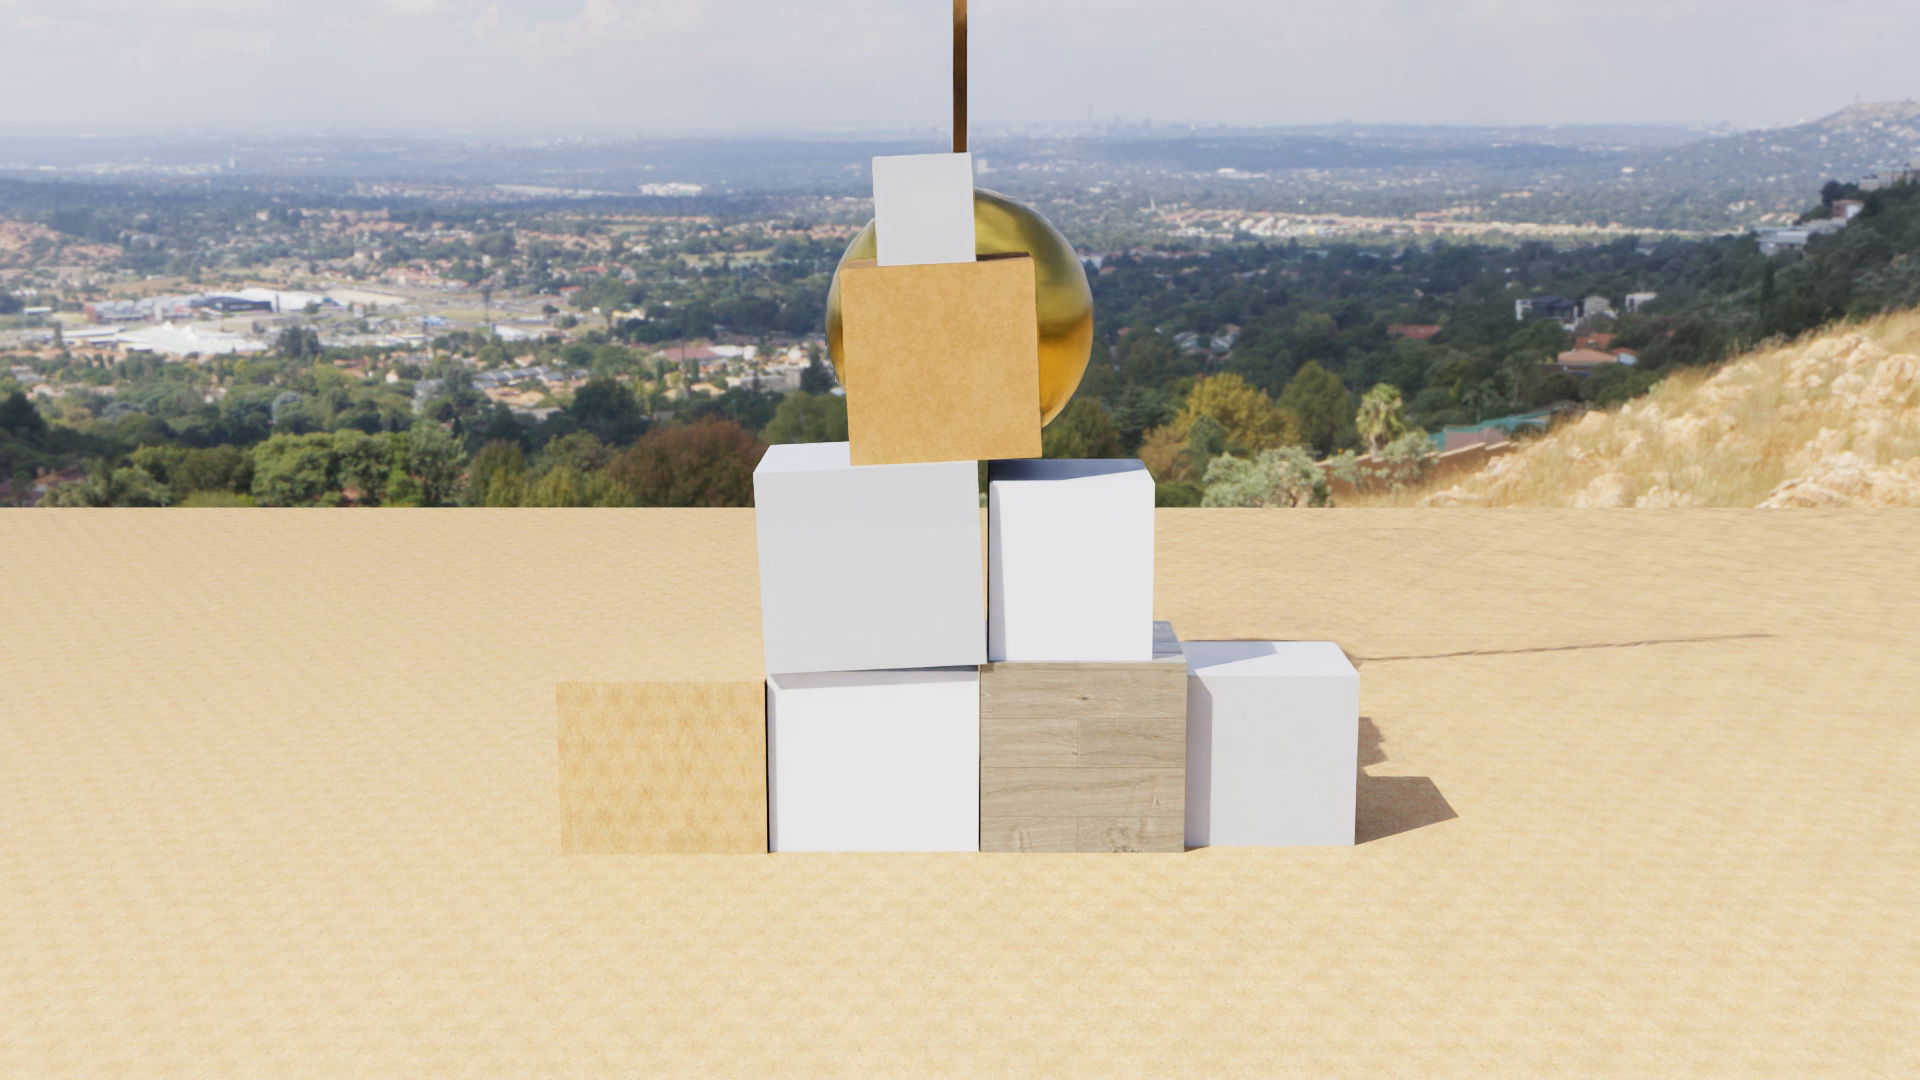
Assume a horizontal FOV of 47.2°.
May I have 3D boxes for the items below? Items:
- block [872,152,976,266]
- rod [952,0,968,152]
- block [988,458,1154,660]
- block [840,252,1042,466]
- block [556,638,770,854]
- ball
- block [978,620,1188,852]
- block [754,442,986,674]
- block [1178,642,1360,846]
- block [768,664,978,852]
[{"bbox_3d":[-0.174,-1.643,10.876,0.476,0.520,0.570,-3,10,0],"label":"block"},{"bbox_3d":[0.000,-4.219,11.327,0.080,5.200,0.080,0,31,0],"label":"rod"},{"bbox_3d":[0.546,0.085,11.182,0.804,0.885,0.824,0,10,0],"label":"block"},{"bbox_3d":[-0.092,-0.923,11.013,0.931,0.951,0.833,-3,10,0],"label":"block"},{"bbox_3d":[-1.474,1.043,11.363,1.025,0.883,0.980,0,10,0],"label":"block"},{"bbox_3d":[0.000,-1.290,13.054,1.600,1.600,1.600,0,10,0],"label":"ball"},{"bbox_3d":[0.610,0.996,11.365,1.015,0.974,0.966,0,10,0],"label":"block"},{"bbox_3d":[-0.434,0.054,11.175,1.082,0.996,0.990,-3,10,0],"label":"block"},{"bbox_3d":[1.557,1.040,11.374,0.859,0.884,0.752,0,10,0],"label":"block"},{"bbox_3d":[-0.429,1.019,11.378,1.043,0.925,0.939,0,10,0],"label":"block"}]
